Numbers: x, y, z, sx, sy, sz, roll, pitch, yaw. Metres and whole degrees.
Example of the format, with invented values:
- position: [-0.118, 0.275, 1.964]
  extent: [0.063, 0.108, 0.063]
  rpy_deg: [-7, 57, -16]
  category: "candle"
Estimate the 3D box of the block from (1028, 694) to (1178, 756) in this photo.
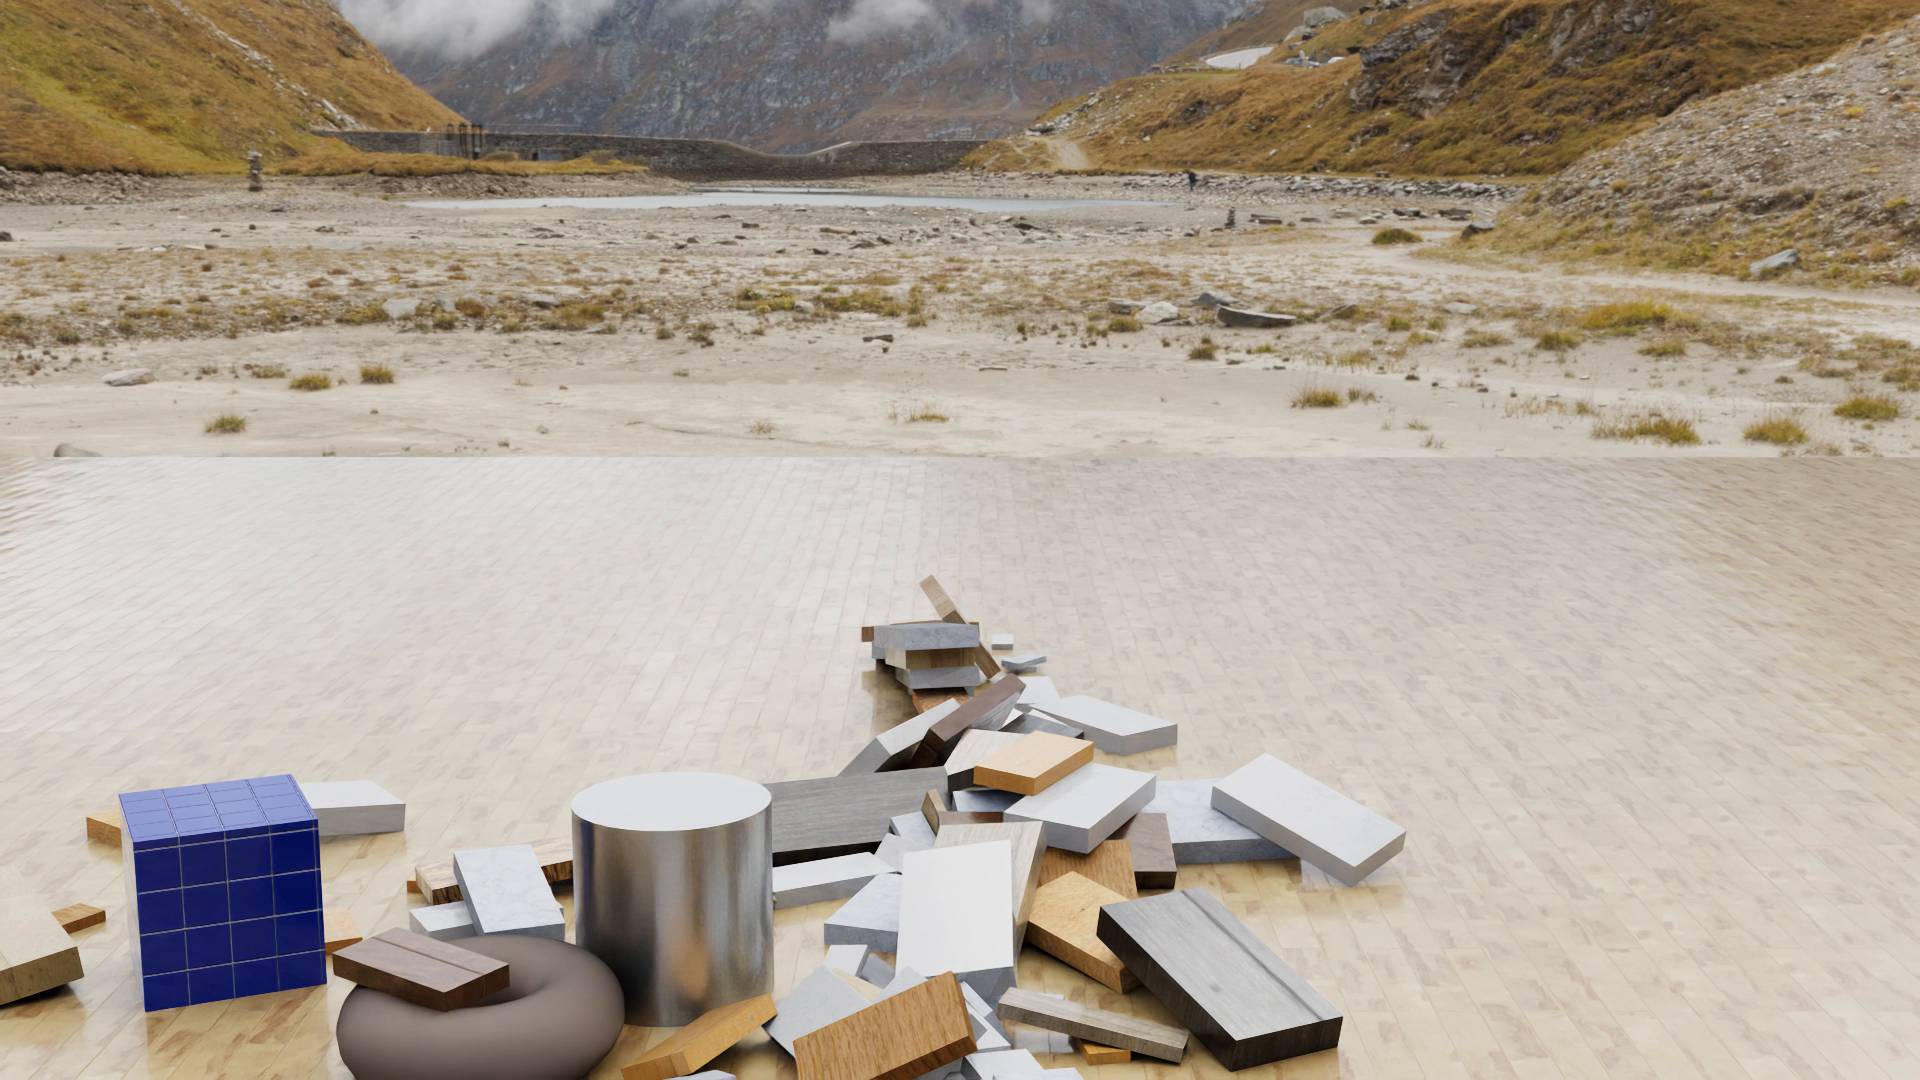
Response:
- position: [0.298, 0.389, 4.635]
  extent: [0.153, 0.043, 0.305]
  rpy_deg: [-8, 13, -37]
  category: "block"

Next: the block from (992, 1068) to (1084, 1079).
- position: [0.136, 0.727, 2.693]
  extent: [0.116, 0.033, 0.231]
  rpy_deg: [2, 19, -25]
  category: "block"

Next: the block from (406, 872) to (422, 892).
- position: [-0.848, 0.573, 3.703]
  extent: [0.146, 0.021, 0.073]
  rpy_deg: [1, 11, 5]
  category: "block"

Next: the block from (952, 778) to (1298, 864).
- position: [0.292, 0.499, 3.863]
  extent: [0.594, 0.048, 0.170]
  rpy_deg: [-2, 32, -9]
  category: "block"

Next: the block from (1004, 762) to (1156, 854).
- position: [0.207, 0.451, 3.747]
  extent: [0.153, 0.043, 0.311]
  rpy_deg: [8, 14, 25]
  category: "block"

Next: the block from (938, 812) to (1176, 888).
- position: [0.161, 0.524, 3.723]
  extent: [0.392, 0.041, 0.144]
  rpy_deg: [1, 35, -5]
  category: "block"

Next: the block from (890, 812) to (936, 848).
- position: [-0.071, 0.524, 3.819]
  extent: [0.059, 0.017, 0.118]
  rpy_deg: [-9, 42, -25]
  category: "block"

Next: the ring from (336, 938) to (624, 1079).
- position: [-0.650, 0.651, 2.996]
  extent: [0.386, 0.129, 0.386]
  rpy_deg: [-1, 12, 0]
  category: "ring"

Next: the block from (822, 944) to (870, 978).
- position: [-0.177, 0.640, 3.245]
  extent: [0.058, 0.016, 0.116]
  rpy_deg: [-4, 26, 16]
  category: "block"

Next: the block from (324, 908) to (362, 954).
- position: [-0.992, 0.617, 3.466]
  extent: [0.073, 0.021, 0.146]
  rpy_deg: [-5, 12, -24]
  category: "block"

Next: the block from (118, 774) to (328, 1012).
- position: [-1.114, 0.525, 3.318]
  extent: [0.256, 0.256, 0.256]
  rpy_deg: [-5, 12, -25]
  category: "block"

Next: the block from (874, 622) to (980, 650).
- position: [-0.076, 0.208, 4.760]
  extent: [0.160, 0.045, 0.319]
  rpy_deg: [-2, -1, -14]
  category: "block"

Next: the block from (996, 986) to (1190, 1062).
- position: [0.185, 0.671, 3.049]
  extent: [0.261, 0.021, 0.072]
  rpy_deg: [12, 9, 12]
  category: "block"

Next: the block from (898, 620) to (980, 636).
- position: [-0.064, 0.223, 5.416]
  extent: [0.131, 0.037, 0.262]
  rpy_deg: [-4, 1, -23]
  category: "block"

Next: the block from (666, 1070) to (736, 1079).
- position: [-0.405, 0.714, 2.797]
  extent: [0.224, 0.032, 0.112]
  rpy_deg: [-6, -7, -20]
  category: "block"

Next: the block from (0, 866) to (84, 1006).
- position: [-1.490, 0.608, 3.365]
  extent: [0.180, 0.051, 0.437]
  rpy_deg: [-16, 18, -32]
  category: "block"

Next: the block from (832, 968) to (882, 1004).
- position: [-0.153, 0.662, 3.146]
  extent: [0.145, 0.021, 0.072]
  rpy_deg: [14, 35, 43]
  category: "block"

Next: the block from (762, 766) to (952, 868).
- position: [-0.182, 0.489, 3.883]
  extent: [0.365, 0.045, 0.160]
  rpy_deg: [-4, 41, -19]
  category: "block"

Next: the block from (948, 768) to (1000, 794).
- position: [0.108, 0.433, 3.938]
  extent: [0.232, 0.033, 0.116]
  rpy_deg: [5, -16, -28]
  category: "block"

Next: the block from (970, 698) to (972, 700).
- position: [-0.003, 0.380, 4.714]
  extent: [0.109, 0.031, 0.219]
  rpy_deg: [0, 11, 1]
  category: "block"

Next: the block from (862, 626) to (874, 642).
- position: [-0.130, 0.223, 5.221]
  extent: [0.131, 0.037, 0.262]
  rpy_deg: [1, -4, -21]
  category: "block"

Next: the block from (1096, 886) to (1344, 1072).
- position: [0.366, 0.622, 3.149]
  extent: [0.180, 0.051, 0.359]
  rpy_deg: [-6, 24, -27]
  category: "block"

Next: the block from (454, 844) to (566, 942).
- position: [-0.719, 0.566, 3.495]
  extent: [0.125, 0.035, 0.250]
  rpy_deg: [-3, 23, -23]
  category: "block"

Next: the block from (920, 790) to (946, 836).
- position: [-0.032, 0.499, 3.829]
  extent: [0.017, 0.059, 0.118]
  rpy_deg: [-11, 53, -24]
  category: "block"

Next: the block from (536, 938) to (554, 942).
- position: [-0.716, 0.642, 3.298]
  extent: [0.224, 0.032, 0.112]
  rpy_deg: [-3, 11, -17]
  category: "block"

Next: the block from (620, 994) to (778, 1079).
- position: [-0.352, 0.680, 2.986]
  extent: [0.109, 0.031, 0.219]
  rpy_deg: [-22, -1, 28]
  category: "block"

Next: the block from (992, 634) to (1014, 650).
- position: [0.106, 0.253, 5.445]
  extent: [0.052, 0.015, 0.104]
  rpy_deg: [1, 11, 3]
  category: "block"

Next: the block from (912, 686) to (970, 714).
- position: [-0.024, 0.364, 4.616]
  extent: [0.109, 0.031, 0.219]
  rpy_deg: [-4, 20, -12]
  category: "block"

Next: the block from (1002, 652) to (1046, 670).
- position: [0.151, 0.285, 5.187]
  extent: [0.052, 0.015, 0.104]
  rpy_deg: [9, 14, 40]
  category: "block"

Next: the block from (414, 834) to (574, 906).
- position: [-0.759, 0.548, 3.653]
  extent: [0.265, 0.032, 0.112]
  rpy_deg: [-9, 17, -26]
  category: "block"

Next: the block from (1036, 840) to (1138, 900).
- position: [0.139, 0.556, 3.593]
  extent: [0.287, 0.041, 0.144]
  rpy_deg: [-1, 34, -3]
  category: "block"

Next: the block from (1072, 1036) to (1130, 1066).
- position: [0.193, 0.696, 3.054]
  extent: [0.058, 0.017, 0.117]
  rpy_deg: [-2, 11, -11]
  category: "block"

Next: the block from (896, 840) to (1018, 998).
- position: [-0.003, 0.570, 3.300]
  extent: [0.170, 0.048, 0.340]
  rpy_deg: [-8, 24, 4]
  category: "block"

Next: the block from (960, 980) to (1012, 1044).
- position: [0.032, 0.667, 3.093]
  extent: [0.017, 0.058, 0.117]
  rpy_deg: [-34, 20, -12]
  category: "block"

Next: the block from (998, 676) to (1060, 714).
- position: [0.154, 0.348, 4.882]
  extent: [0.116, 0.033, 0.232]
  rpy_deg: [-1, 11, -5]
  category: "block"

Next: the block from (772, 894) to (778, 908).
- position: [-0.395, 0.535, 3.632]
  extent: [0.125, 0.035, 0.250]
  rpy_deg: [34, 1, -26]
  category: "block"
